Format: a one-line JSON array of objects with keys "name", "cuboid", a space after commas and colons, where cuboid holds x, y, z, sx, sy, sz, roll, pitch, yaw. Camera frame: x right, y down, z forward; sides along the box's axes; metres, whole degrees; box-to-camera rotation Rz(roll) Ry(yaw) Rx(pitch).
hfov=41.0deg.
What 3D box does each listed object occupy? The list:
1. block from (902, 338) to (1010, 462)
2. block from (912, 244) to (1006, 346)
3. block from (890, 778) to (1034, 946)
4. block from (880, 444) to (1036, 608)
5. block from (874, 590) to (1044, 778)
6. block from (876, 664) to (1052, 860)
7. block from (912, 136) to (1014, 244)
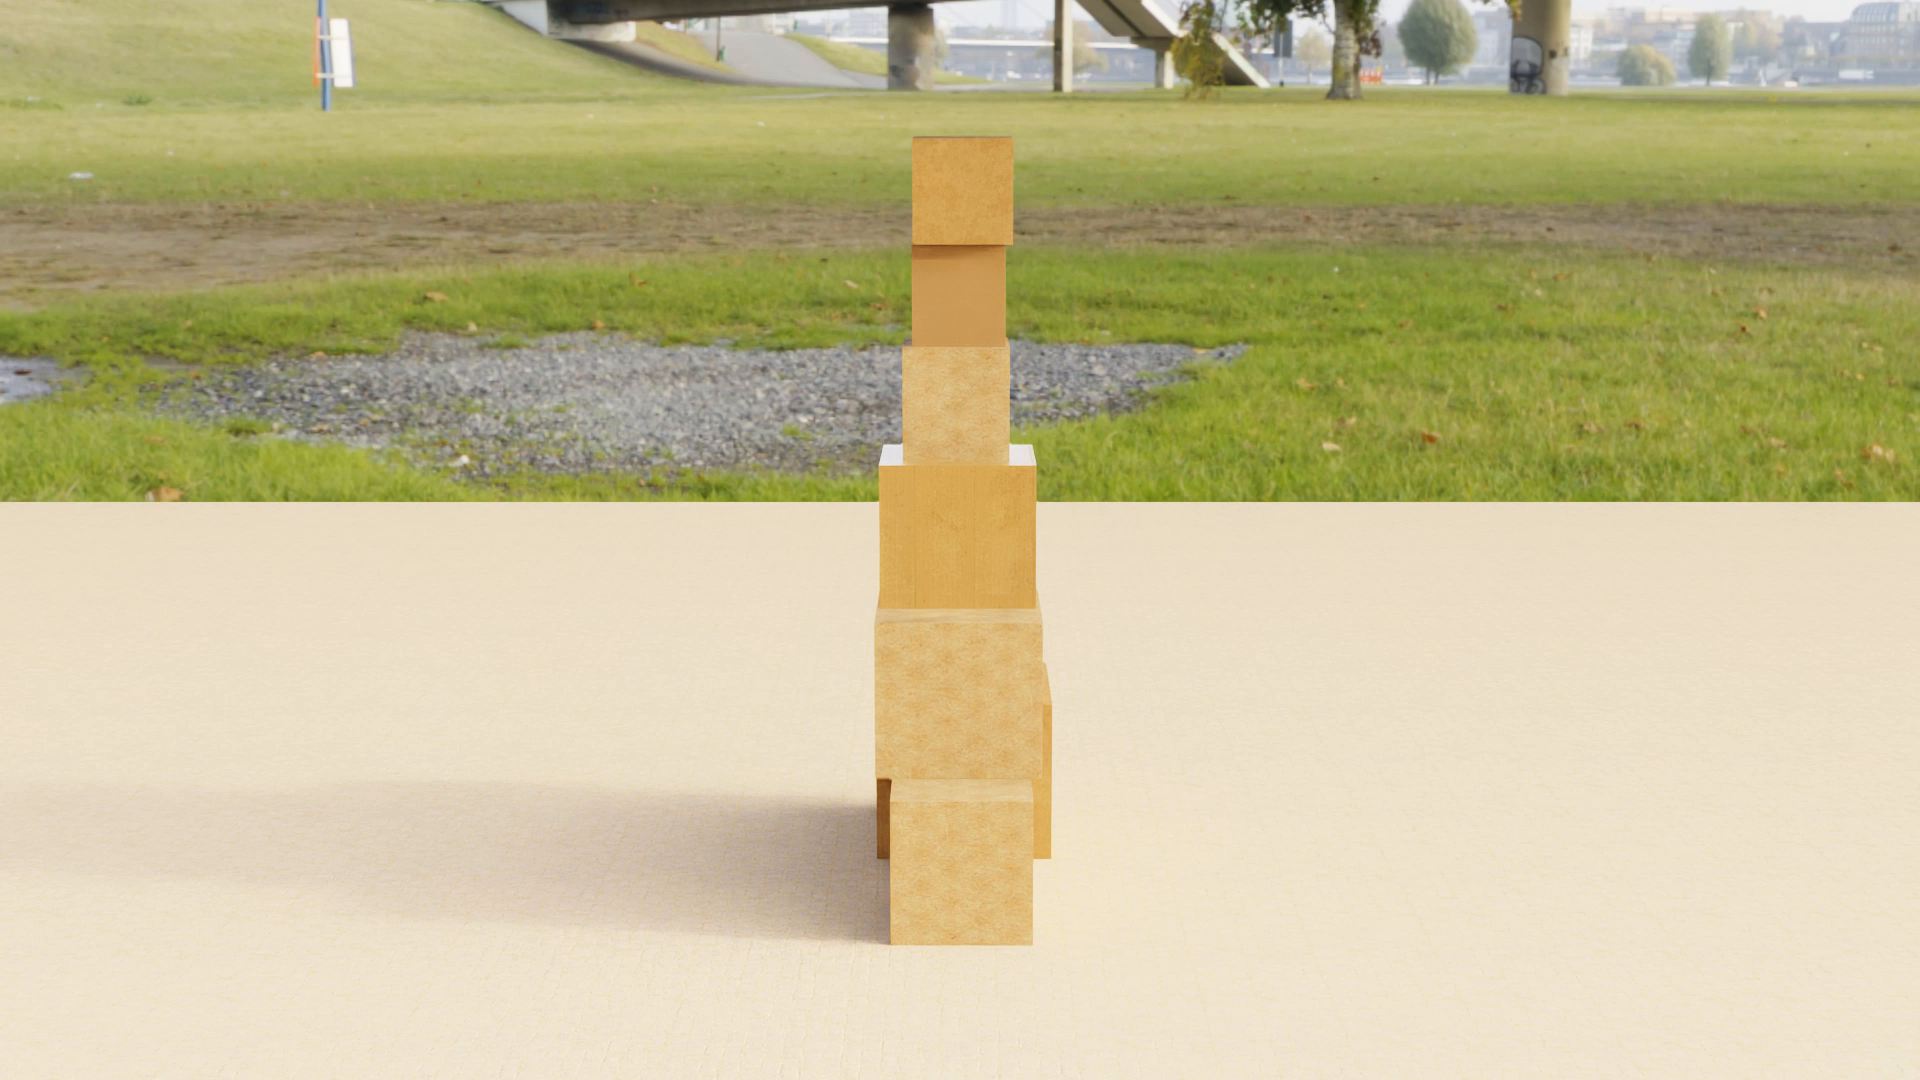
[{"name": "block", "cuboid": [-0.016, -0.611, 11.093, 0.453, 0.485, 0.448, 0, 10, 0]}, {"name": "block", "cuboid": [-0.005, -1.064, 11.015, 0.395, 0.434, 0.379, 0, 10, 0]}, {"name": "block", "cuboid": [0.007, 1.299, 10.724, 0.580, 0.608, 0.635, 0, 10, 0]}, {"name": "block", "cuboid": [-0.009, -0.067, 11.185, 0.662, 0.614, 0.694, 0, 9, 0]}, {"name": "block", "cuboid": [-0.006, 0.607, 10.999, 0.697, 0.657, 0.742, 0, 9, 0]}, {"name": "block", "cuboid": [0.019, 1.018, 11.961, 0.789, 0.718, 0.826, 0, 10, 0]}, {"name": "block", "cuboid": [0.012, -1.494, 10.941, 0.421, 0.439, 0.469, 0, 10, 0]}]
